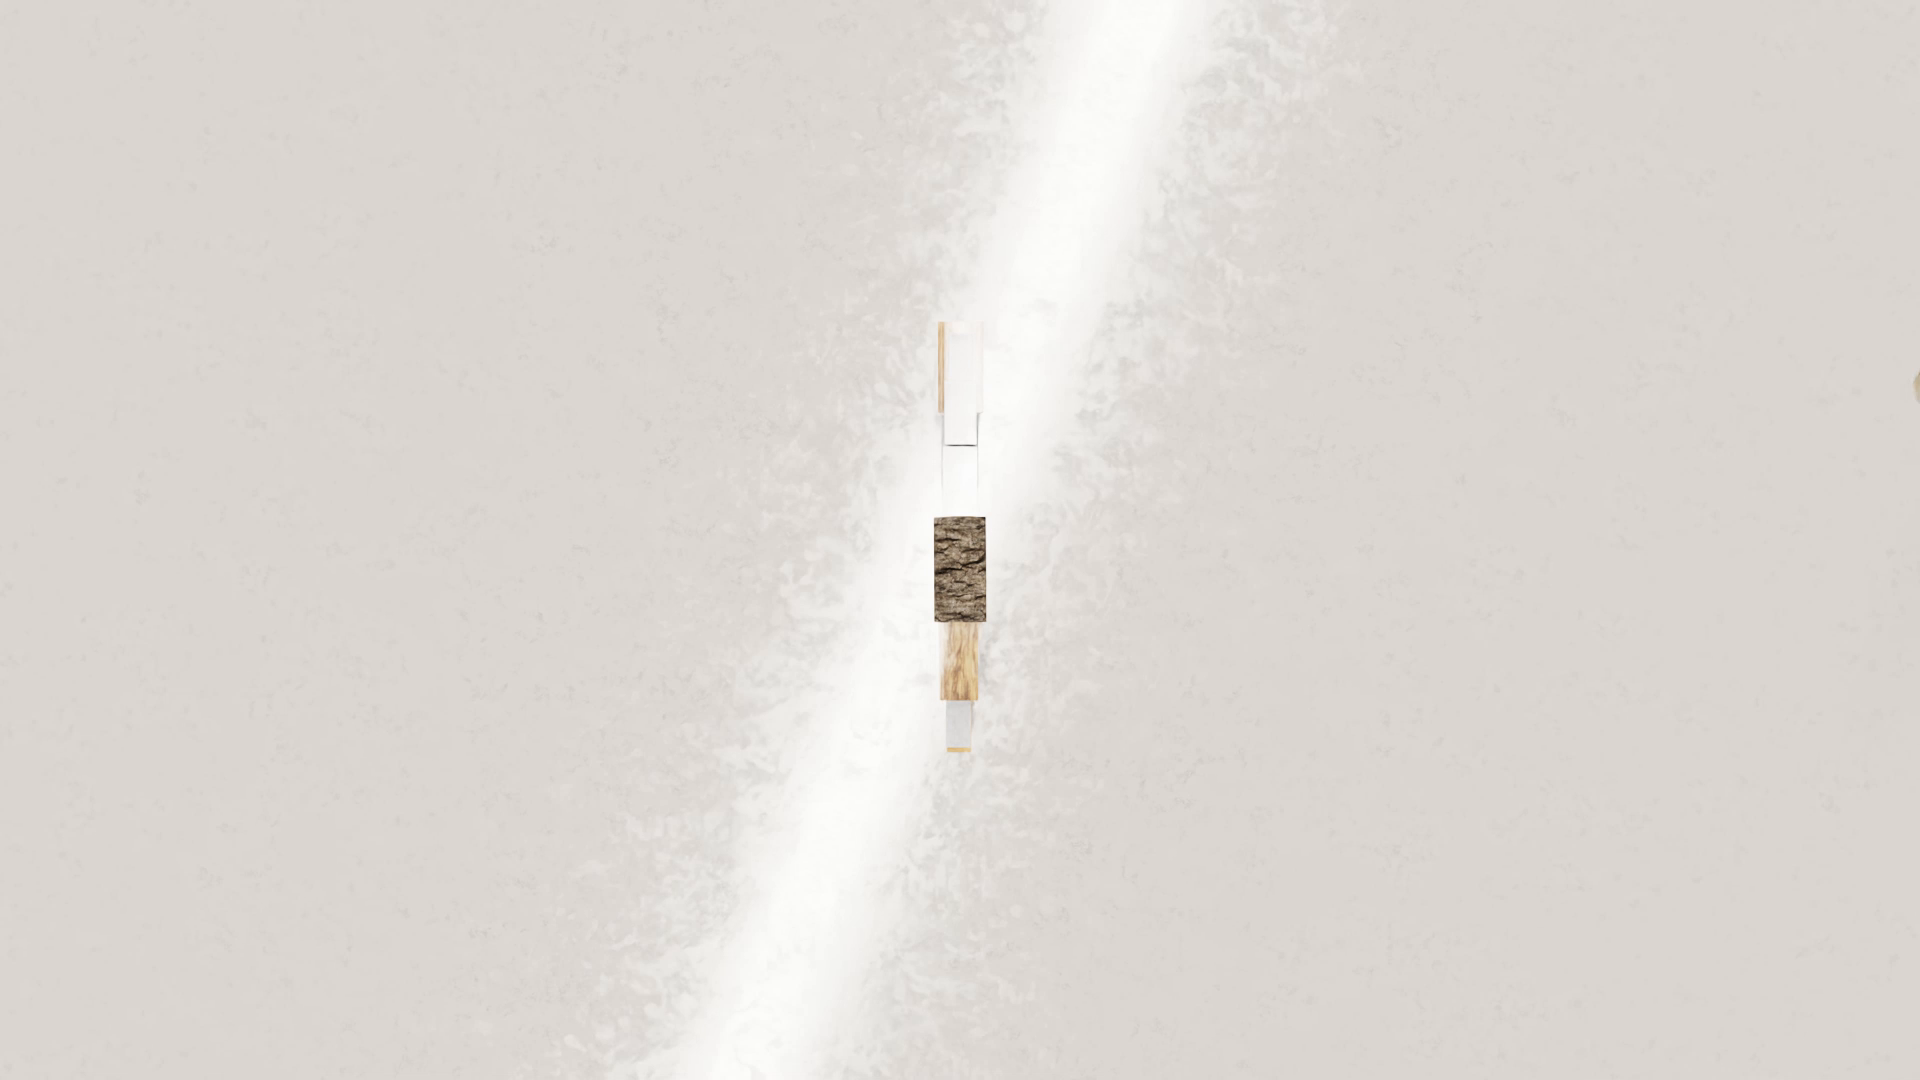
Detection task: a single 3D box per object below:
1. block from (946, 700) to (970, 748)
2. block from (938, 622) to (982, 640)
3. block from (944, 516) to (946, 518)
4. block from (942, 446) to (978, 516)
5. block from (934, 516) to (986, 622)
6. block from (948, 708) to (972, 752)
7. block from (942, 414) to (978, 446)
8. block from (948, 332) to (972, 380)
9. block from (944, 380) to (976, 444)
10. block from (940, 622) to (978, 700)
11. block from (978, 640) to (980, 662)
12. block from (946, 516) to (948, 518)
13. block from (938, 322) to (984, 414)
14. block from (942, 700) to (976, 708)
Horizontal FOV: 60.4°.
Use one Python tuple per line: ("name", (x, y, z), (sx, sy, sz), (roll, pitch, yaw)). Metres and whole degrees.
("block", (-0.005, 0.532, 4.828), (0.073, 0.021, 0.147), (0, 90, 0))
("block", (0.001, 0.163, 4.934), (0.133, 0.038, 0.265), (0, 90, 0))
("block", (-0.003, -0.169, 5.295), (0.096, 0.027, 0.192), (0, 90, 0))
("block", (0.000, -0.171, 4.807), (0.101, 0.029, 0.202), (0, 90, 0))
("block", (0.000, 0.082, 4.602), (0.146, 0.041, 0.292), (0, 90, 0))
("block", (-0.002, 0.585, 5.148), (0.075, 0.021, 0.150), (0, 90, 0))
("block", (0.000, -0.269, 5.040), (0.112, 0.032, 0.225), (0, 90, 0))
("block", (0.002, -0.536, 4.836), (0.070, 0.020, 0.140), (0, 90, 0))
("block", (0.002, -0.369, 4.788), (0.092, 0.026, 0.184), (0, 90, 0))
("block", (-0.004, 0.343, 4.678), (0.111, 0.031, 0.221), (0, 90, 0))
("block", (0.001, 0.265, 5.236), (0.123, 0.035, 0.247), (0, 90, 0))
("block", (0.004, -0.063, 5.077), (0.088, 0.025, 0.176), (0, 90, 0))
("block", (0.002, -0.523, 5.005), (0.137, 0.039, 0.275), (0, 90, 0))
("block", (-0.005, 0.403, 5.000), (0.102, 0.029, 0.204), (0, 90, 0))
